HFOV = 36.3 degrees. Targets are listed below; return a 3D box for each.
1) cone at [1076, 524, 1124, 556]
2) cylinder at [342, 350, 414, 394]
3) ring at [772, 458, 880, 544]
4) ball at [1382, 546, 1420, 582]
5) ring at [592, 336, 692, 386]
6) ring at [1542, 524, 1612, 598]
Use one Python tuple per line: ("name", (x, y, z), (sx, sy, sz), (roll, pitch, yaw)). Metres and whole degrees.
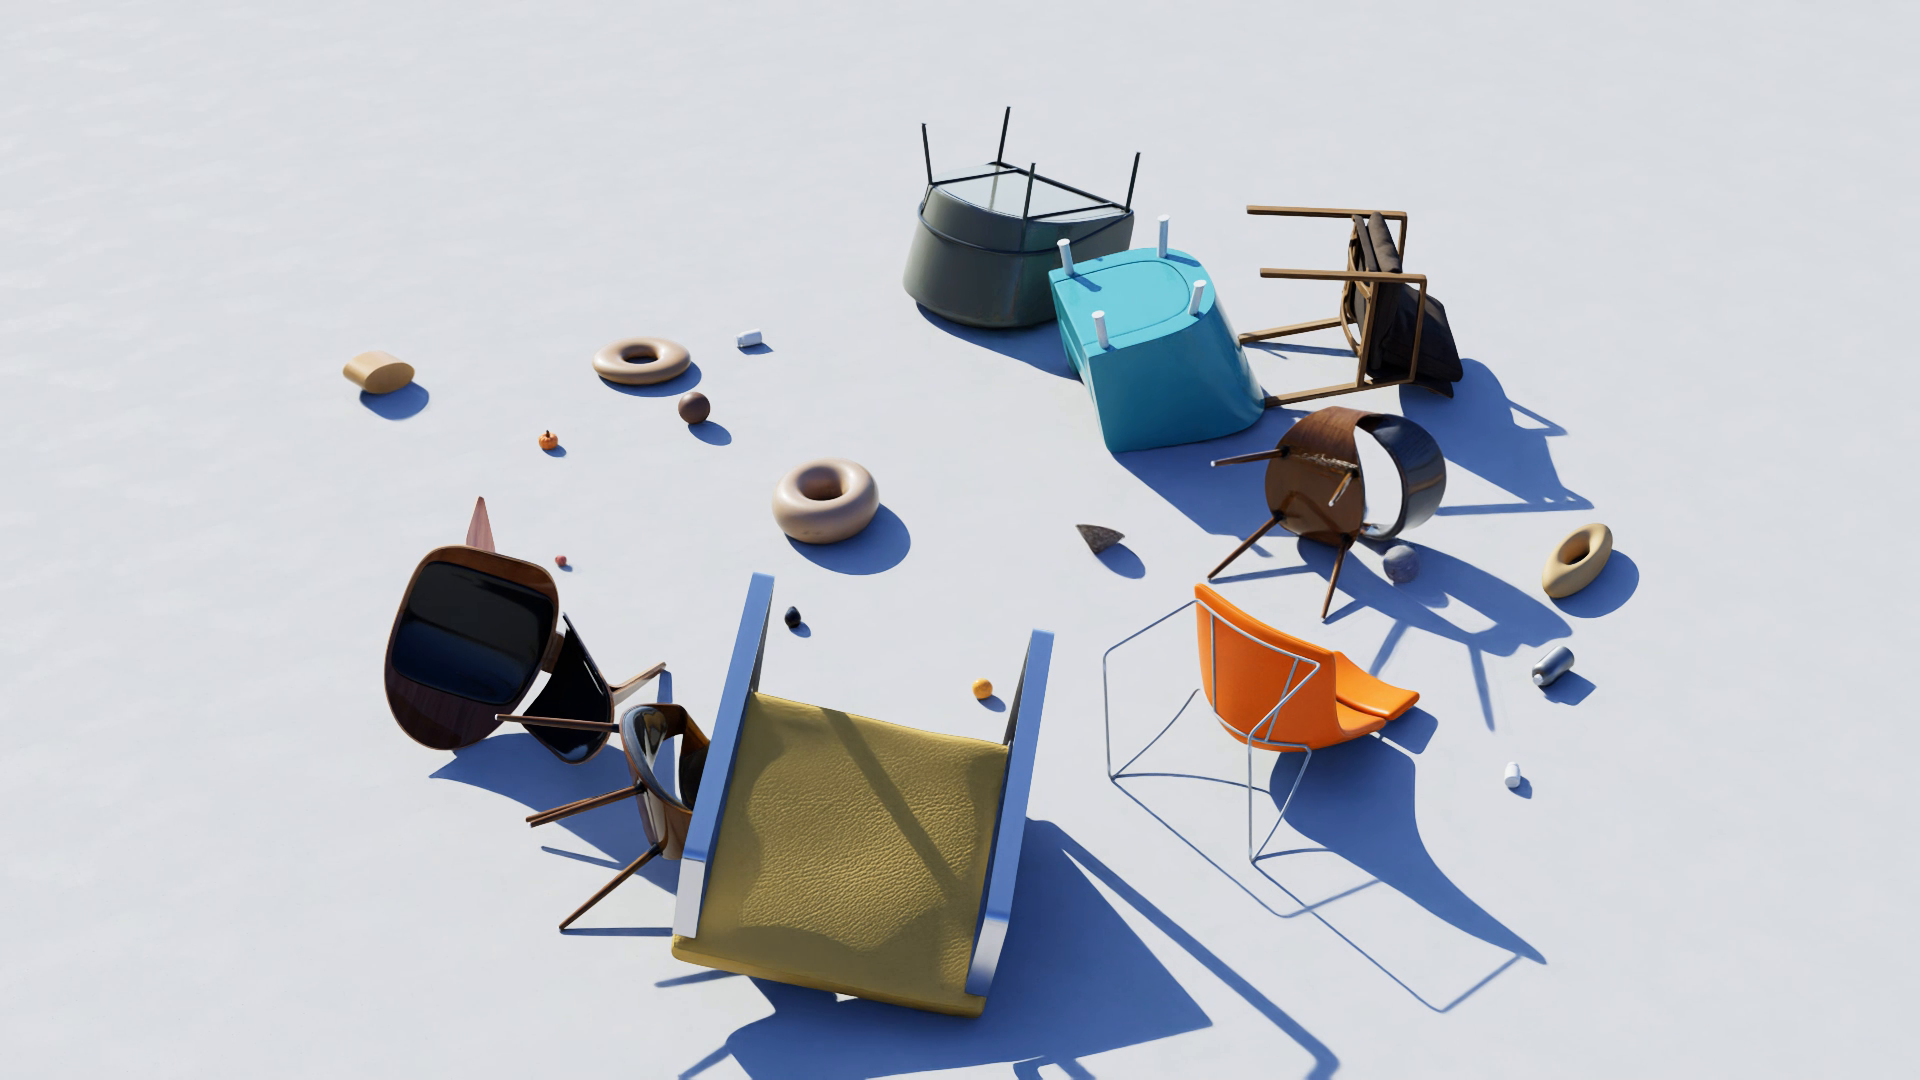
("cone", (0.509, 0.012, 10.867), (0.188, 0.094, 0.181), (14, -11, -10))
("cylinder", (-2.349, -0.679, 11.851), (0.144, 0.128, 0.252), (28, 31, 35))
("ring", (-0.505, -0.150, 11.028), (0.404, 0.163, 0.478), (5, 33, 9))
("ball", (1.608, 0.087, 10.689), (0.136, 0.136, 0.136), (0, 33, 0))
("ring", (-1.302, -0.734, 11.993), (0.407, 0.075, 0.349), (1, 33, 2))
("ring", (2.262, 0.073, 10.736), (0.184, 0.108, 0.483), (18, 38, 29))
